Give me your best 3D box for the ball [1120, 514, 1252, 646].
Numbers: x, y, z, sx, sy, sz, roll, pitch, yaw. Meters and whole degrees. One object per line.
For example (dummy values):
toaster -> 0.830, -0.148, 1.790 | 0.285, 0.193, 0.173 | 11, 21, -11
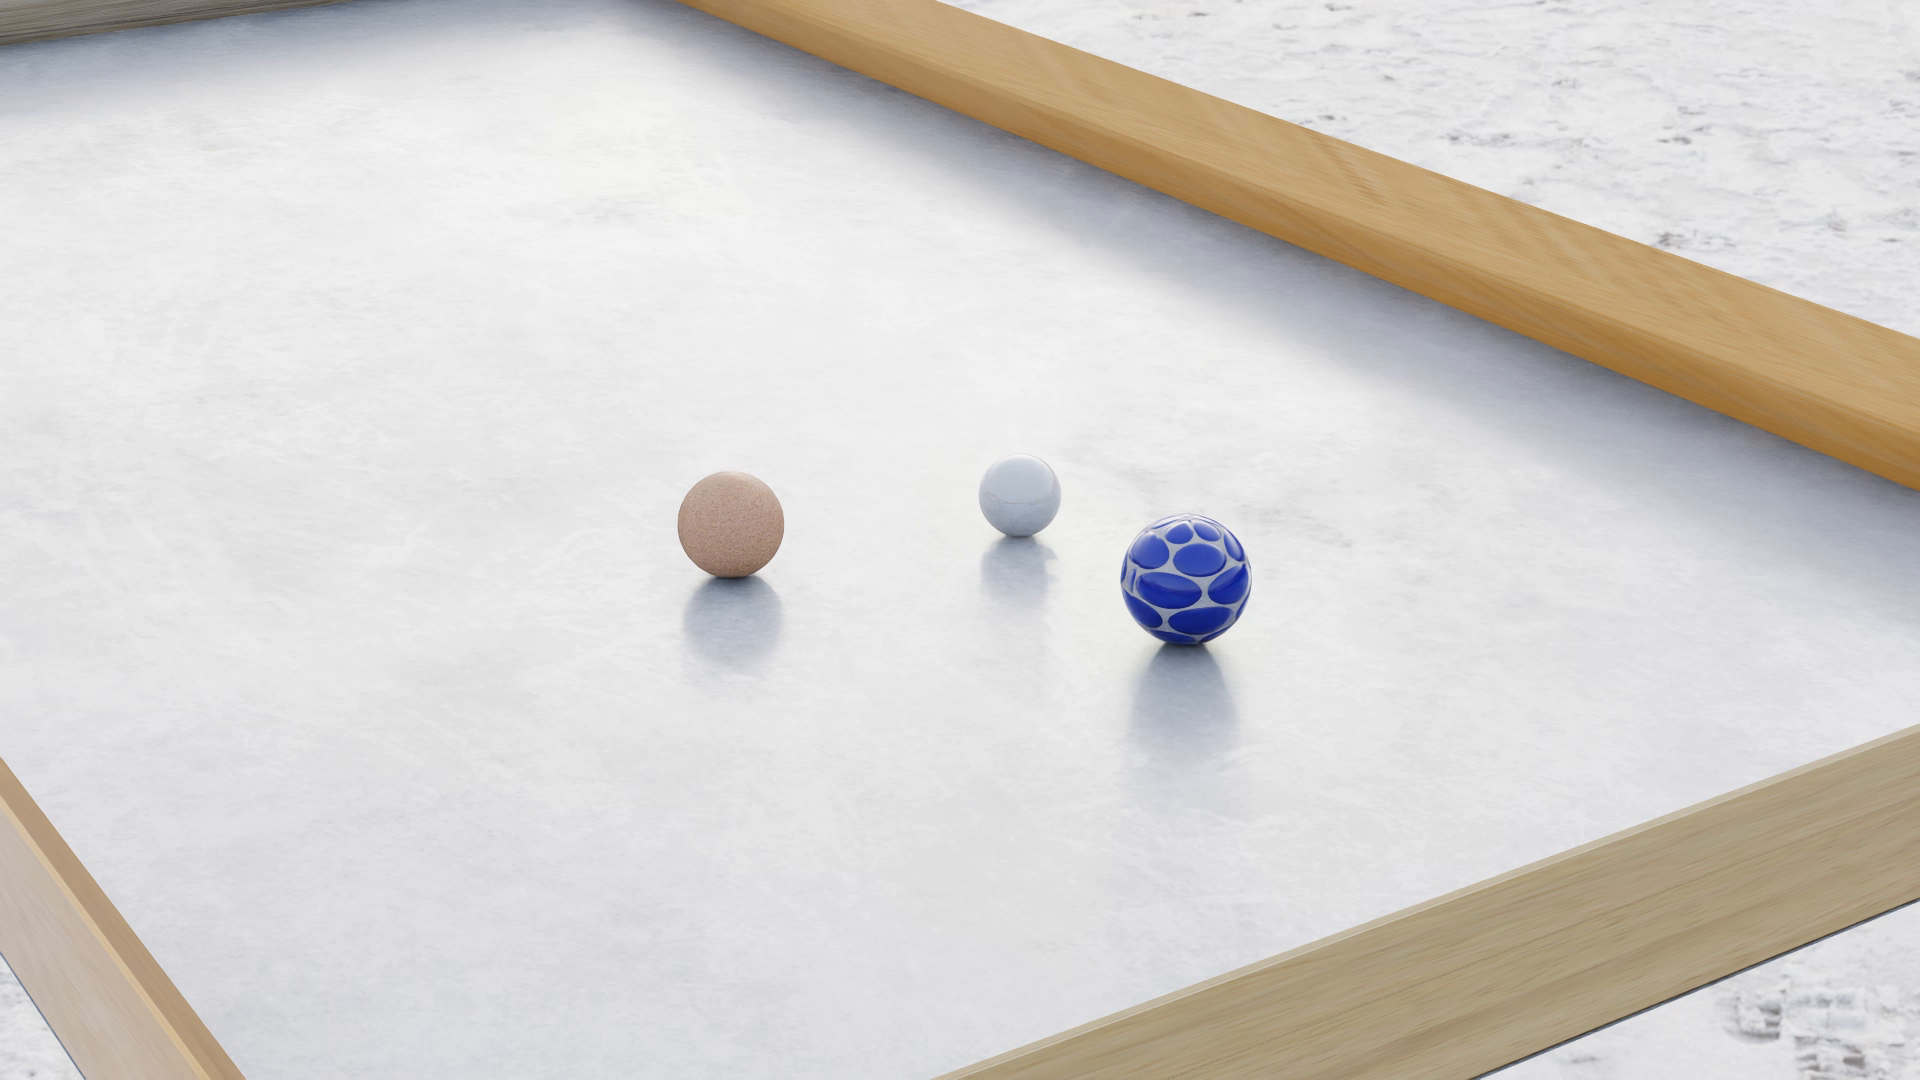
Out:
ball -> 0.171, 0.030, 2.223 | 0.100, 0.100, 0.100 | 0, 23, 0

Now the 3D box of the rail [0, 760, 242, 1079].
rail -> -1.062, -0.103, 2.497 | 0.045, 0.130, 2.999 | -14, 27, -30

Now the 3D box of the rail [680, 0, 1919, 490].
rail -> 0.246, -0.434, 3.278 | 0.045, 0.130, 2.999 | -14, 27, -30

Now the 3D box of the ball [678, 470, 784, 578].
ball -> -0.182, -0.012, 2.341 | 0.086, 0.086, 0.086 | 0, 23, 0

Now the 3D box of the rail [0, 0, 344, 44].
rail -> -1.211, -0.751, 4.028 | 1.606, 0.130, 0.045 | -14, 27, -30

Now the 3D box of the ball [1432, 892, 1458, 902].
ball -> 0.301, 0.245, 1.755 | 0.069, 0.069, 0.069 | 0, 23, 0

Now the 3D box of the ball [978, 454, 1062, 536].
ball -> 0.049, -0.037, 2.421 | 0.069, 0.069, 0.069 | 0, 23, 0

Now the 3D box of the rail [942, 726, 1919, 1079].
rail -> 0.395, 0.214, 1.747 | 1.606, 0.130, 0.045 | -14, 27, -30
